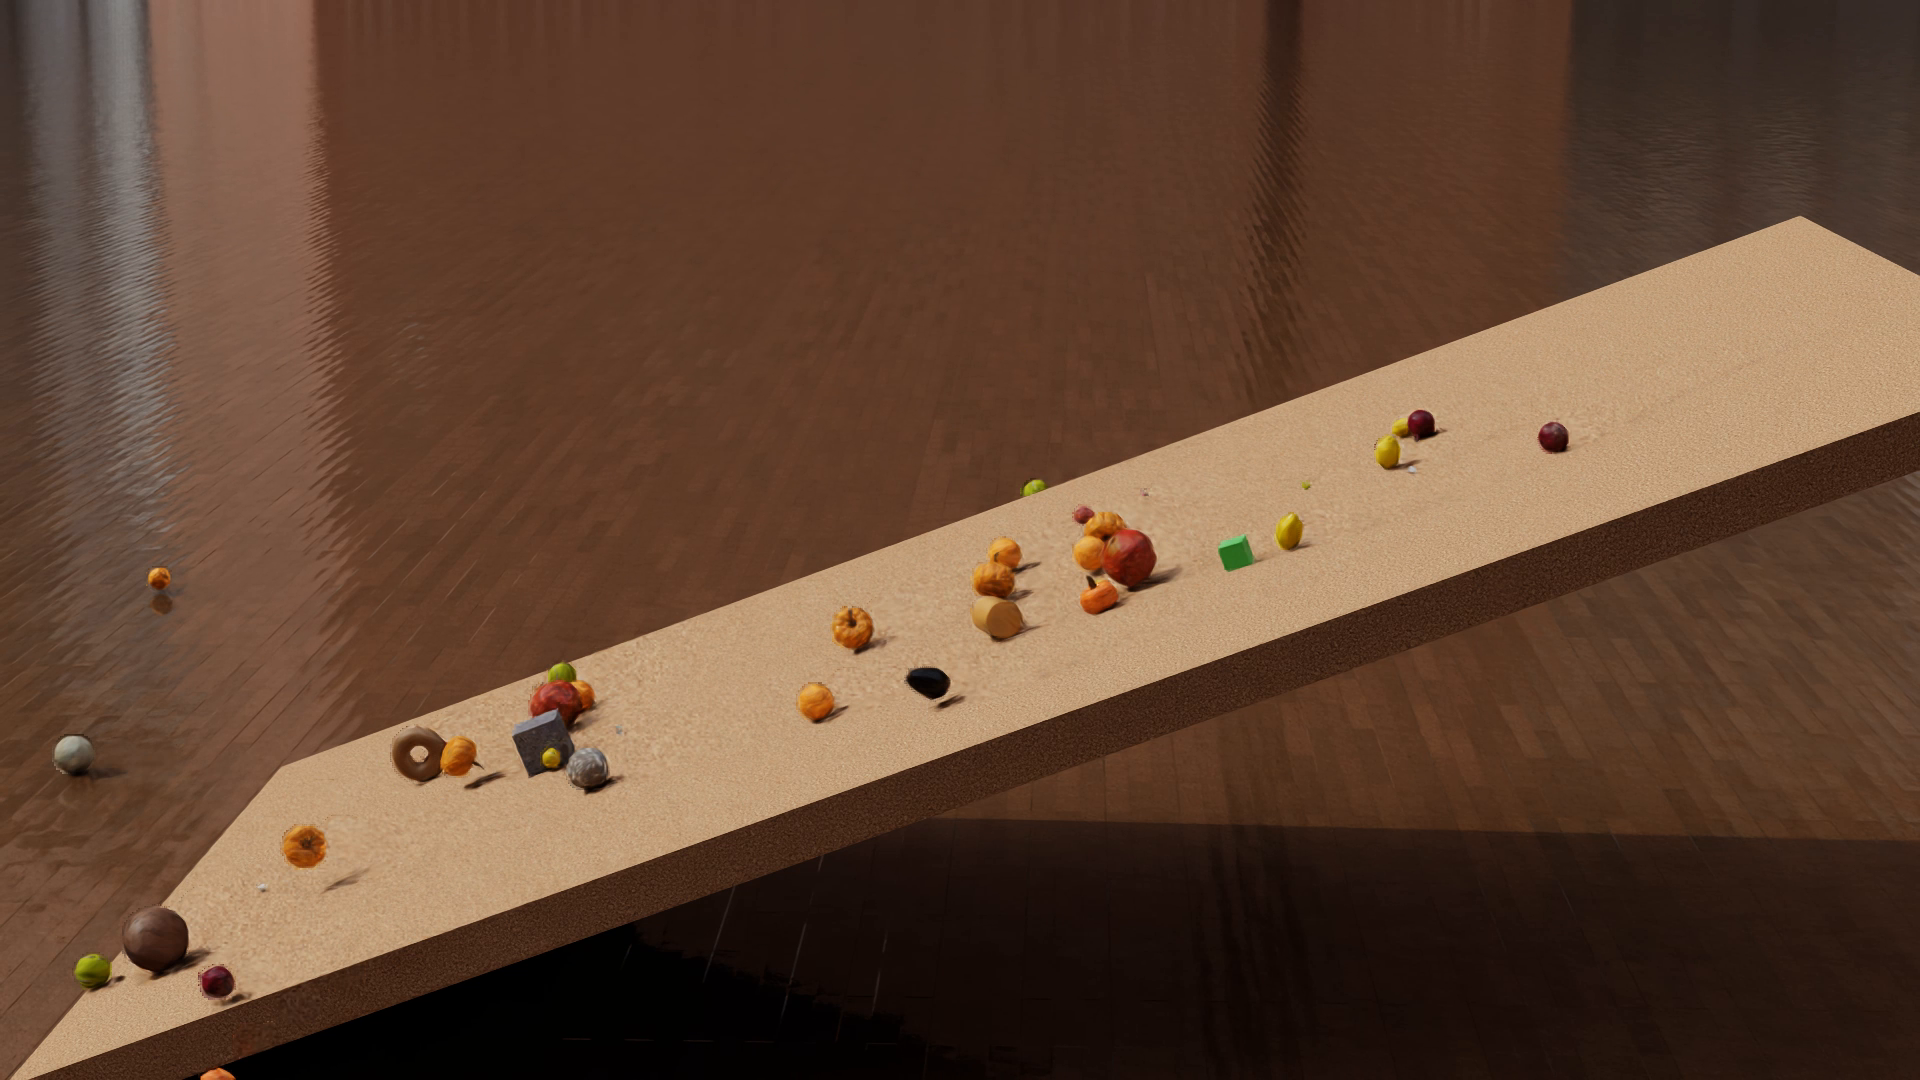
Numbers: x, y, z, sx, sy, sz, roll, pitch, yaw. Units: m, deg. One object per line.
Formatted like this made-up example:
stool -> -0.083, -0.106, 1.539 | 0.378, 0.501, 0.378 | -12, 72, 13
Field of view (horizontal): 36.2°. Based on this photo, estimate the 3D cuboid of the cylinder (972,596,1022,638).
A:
cylinder -> 0.075, 0.157, 5.999 | 0.077, 0.077, 0.077 | -5, 9, -21

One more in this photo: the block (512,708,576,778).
block -> -0.906, 0.441, 6.402 | 0.100, 0.100, 0.100 | -21, 12, 0

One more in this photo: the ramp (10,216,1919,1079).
ramp -> 0.118, 0.176, 6.295 | 4.000, 0.100, 2.000 | -20, 12, 7

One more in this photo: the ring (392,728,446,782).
ring -> -1.231, 0.488, 6.700 | 0.127, 0.127, 0.042 | 1, 10, 5

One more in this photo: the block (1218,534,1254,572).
block -> 0.547, 0.027, 5.835 | 0.051, 0.051, 0.051 | -17, 12, 19

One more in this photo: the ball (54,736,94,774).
ball -> -2.332, 0.564, 7.742 | 0.100, 0.100, 0.100 | 0, 13, 0

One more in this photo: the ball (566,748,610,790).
ball -> -0.766, 0.470, 6.057 | 0.086, 0.086, 0.086 | 0, 13, 0
